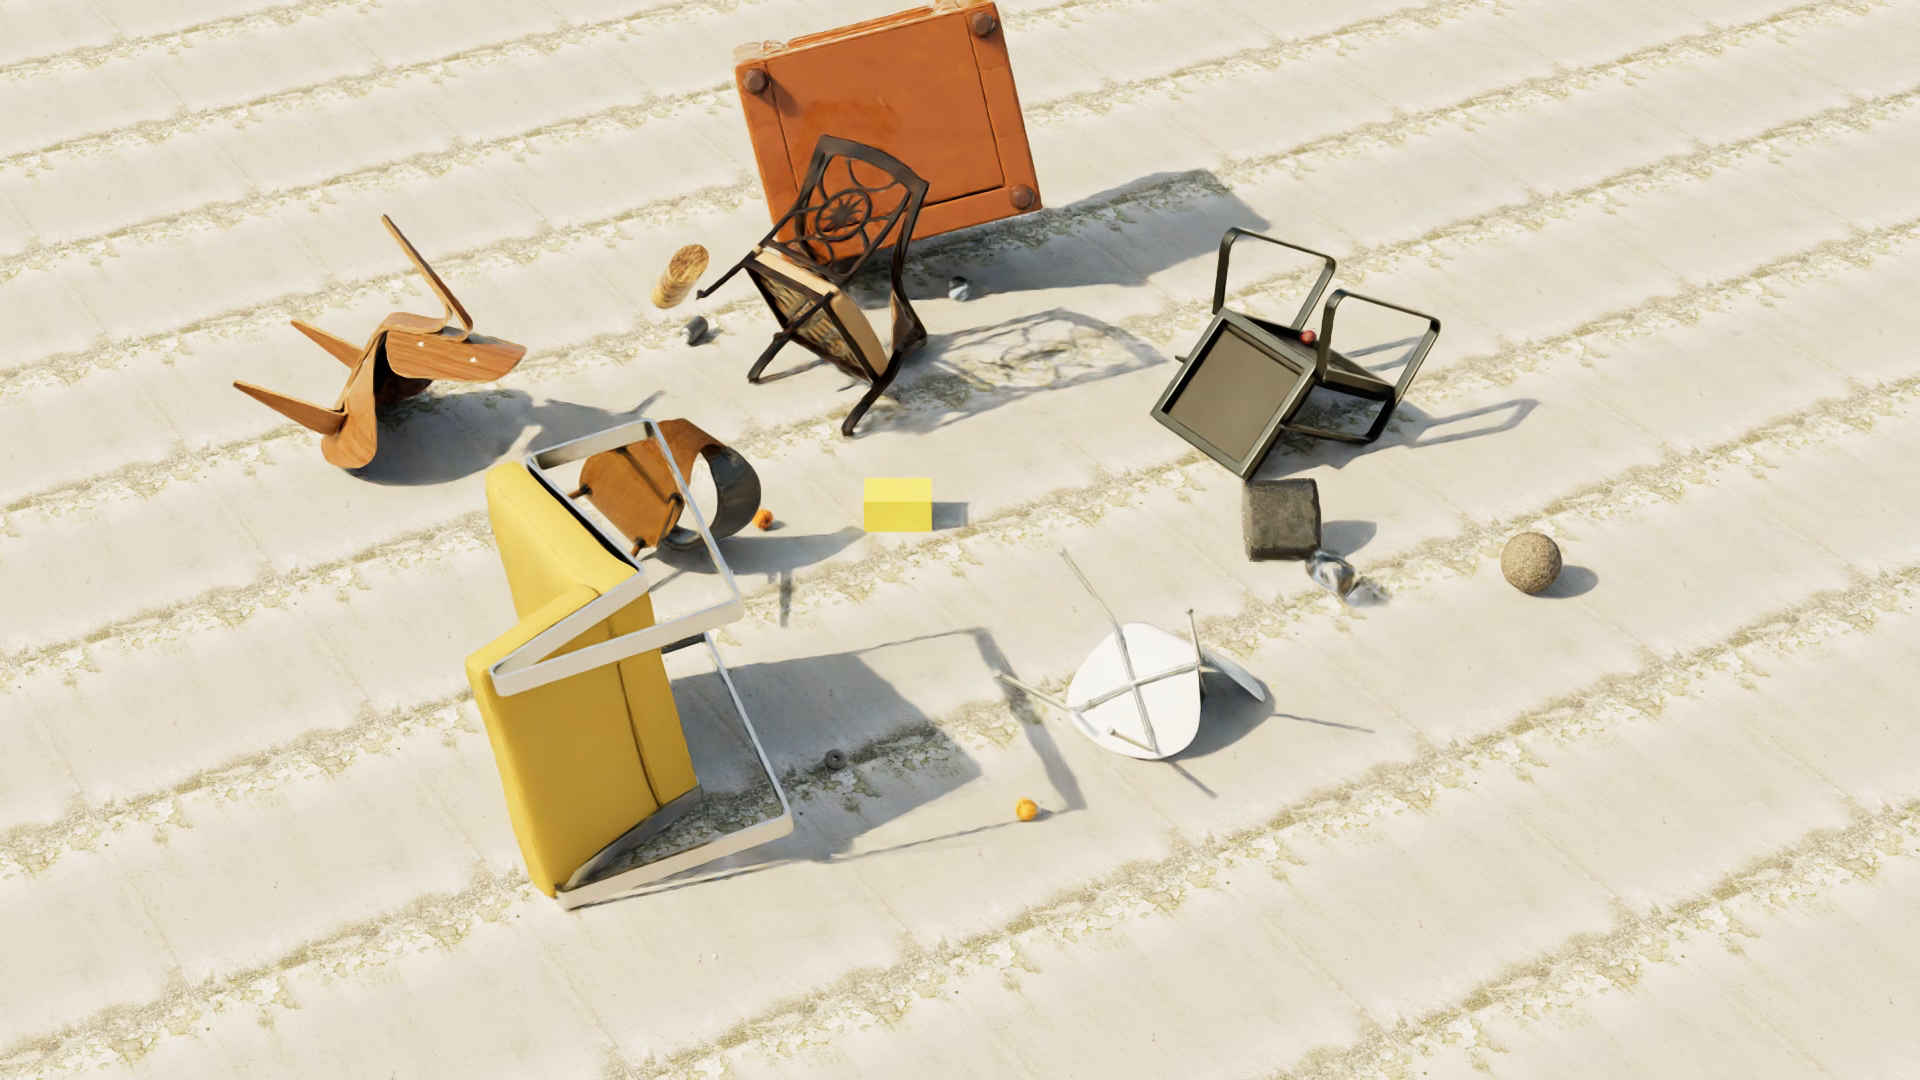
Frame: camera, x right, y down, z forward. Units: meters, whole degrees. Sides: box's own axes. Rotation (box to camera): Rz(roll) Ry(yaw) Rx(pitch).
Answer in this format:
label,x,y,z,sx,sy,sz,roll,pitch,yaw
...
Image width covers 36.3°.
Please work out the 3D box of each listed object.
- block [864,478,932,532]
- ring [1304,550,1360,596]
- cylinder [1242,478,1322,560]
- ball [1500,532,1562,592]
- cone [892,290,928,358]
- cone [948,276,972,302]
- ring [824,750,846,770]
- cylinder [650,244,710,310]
label,x,y,z,sx,sy,sz,roll,pitch,yaw
block,-0.233,-0.131,11.020,0.252,0.136,0.165,0,33,0
ring,1.343,0.117,10.582,0.207,0.110,0.269,30,7,9
cylinder,1.188,-0.079,10.834,0.261,0.291,0.171,-3,-4,-5
ball,2.070,0.079,10.625,0.220,0.220,0.220,0,33,0
cone,-0.244,-0.910,12.037,0.125,0.265,0.275,-10,15,23
cone,0.025,-1.092,12.554,0.094,0.111,0.182,-2,13,22
ring,-0.419,0.734,9.787,0.072,0.033,0.066,11,58,5
cylinder,-1.056,-0.991,11.047,0.123,0.247,0.192,43,60,-3
